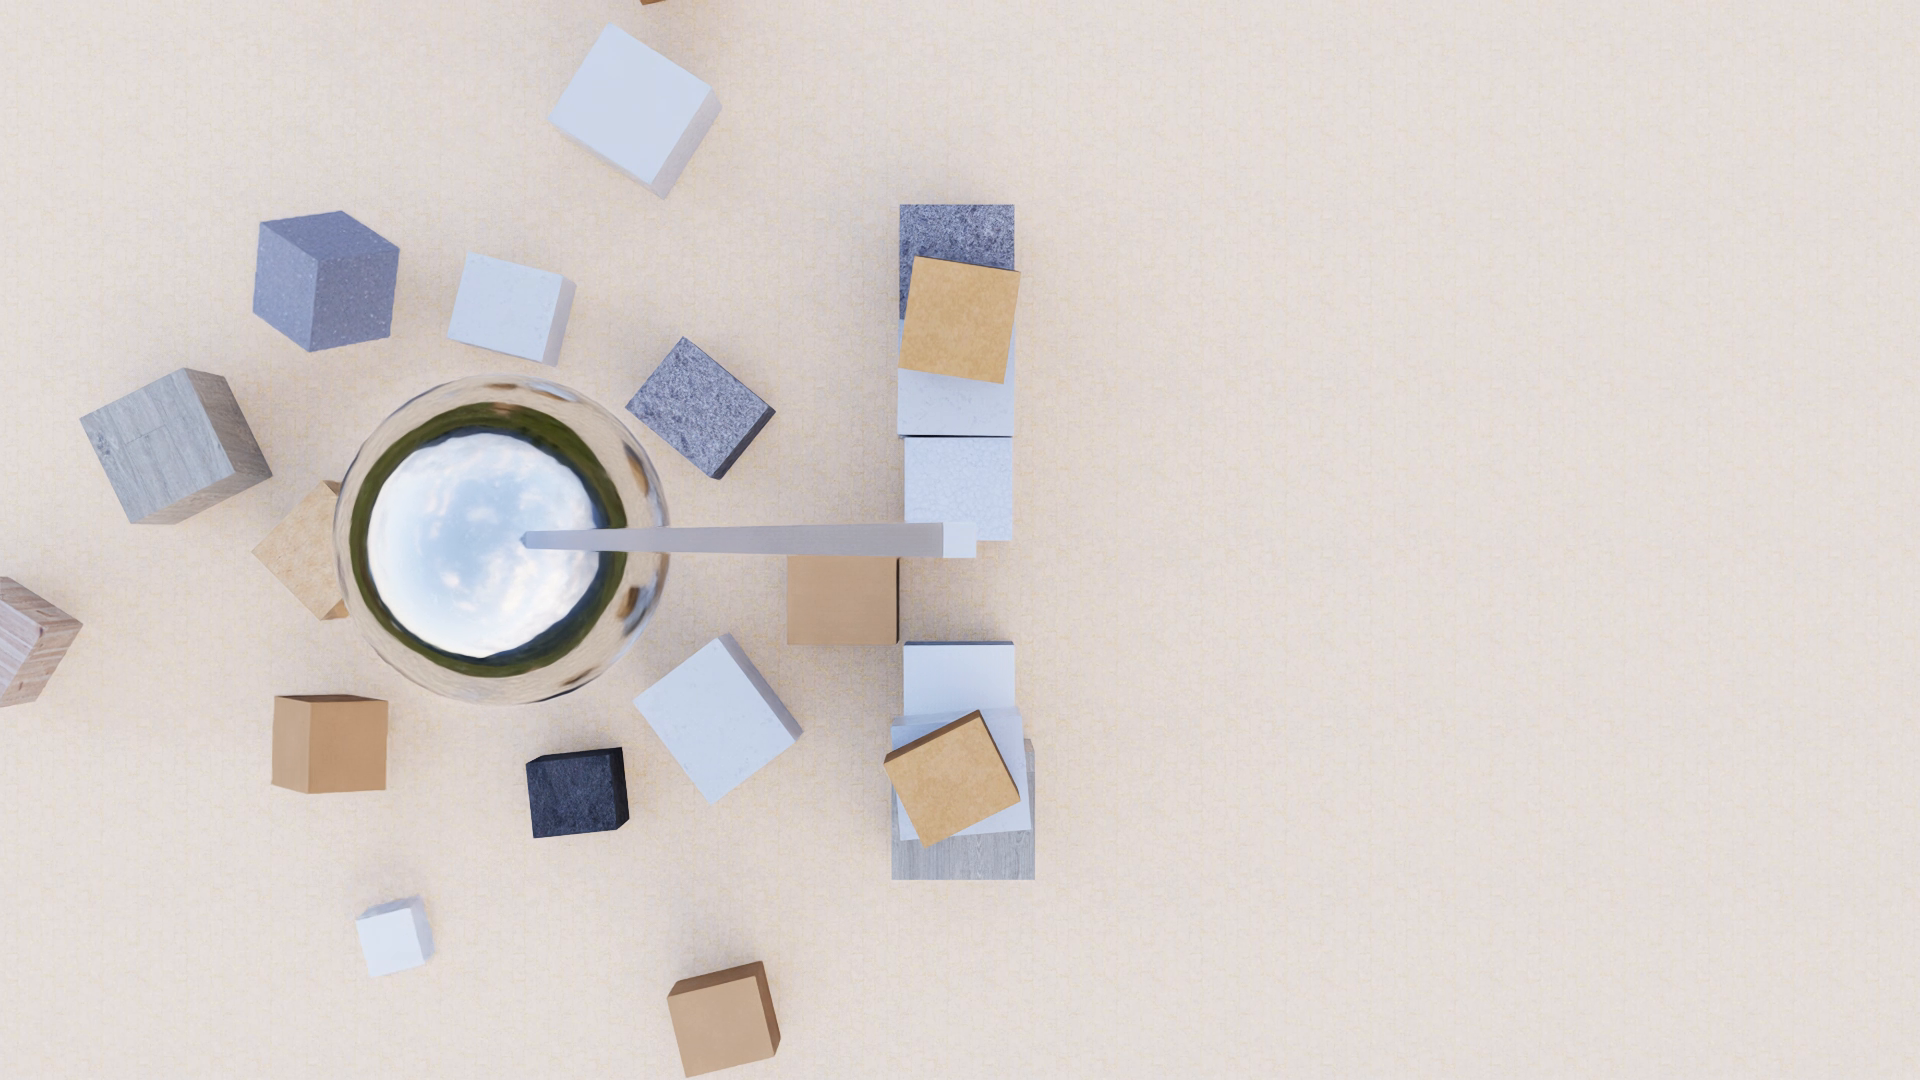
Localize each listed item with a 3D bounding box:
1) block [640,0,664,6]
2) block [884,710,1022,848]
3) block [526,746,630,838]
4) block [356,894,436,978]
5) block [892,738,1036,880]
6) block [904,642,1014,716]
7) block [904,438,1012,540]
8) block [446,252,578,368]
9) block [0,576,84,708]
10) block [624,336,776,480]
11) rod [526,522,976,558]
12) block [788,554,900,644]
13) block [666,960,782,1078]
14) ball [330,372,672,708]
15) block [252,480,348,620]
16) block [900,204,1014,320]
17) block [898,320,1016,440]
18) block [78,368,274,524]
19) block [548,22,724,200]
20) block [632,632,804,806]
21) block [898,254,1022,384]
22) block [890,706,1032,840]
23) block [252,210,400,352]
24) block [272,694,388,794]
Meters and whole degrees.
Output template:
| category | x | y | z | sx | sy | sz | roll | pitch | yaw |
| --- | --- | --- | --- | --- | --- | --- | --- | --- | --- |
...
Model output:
| category | x | y | z | sx | sy | sz | roll | pitch | yaw |
| --- | --- | --- | --- | --- | --- | --- | --- | --- | --- |
| block | -1.642 | -3.483 | 12.733 | 0.594 | 0.534 | 0.534 | -12 | 90 | 0 |
| block | -0.040 | 1.213 | 11.244 | 0.538 | 0.526 | 0.469 | -26 | 90 | 0 |
| block | -2.213 | 1.461 | 12.757 | 0.479 | 0.487 | 0.430 | -6 | 90 | 0 |
| block | -3.287 | 2.306 | 12.819 | 0.320 | 0.328 | 0.342 | -14 | 95 | -1 |
| block | 0.018 | 1.529 | 12.589 | 0.795 | 0.821 | 0.707 | 0 | 90 | 0 |
| block | -0.004 | 0.882 | 12.735 | 0.628 | 0.531 | 0.568 | 0 | 90 | 0 |
| block | -0.007 | -0.287 | 12.702 | 0.608 | 0.596 | 0.580 | 0 | 90 | 0 |
| block | -2.596 | -1.332 | 12.773 | 0.560 | 0.454 | 0.507 | 14 | 90 | 0 |
| block | -5.547 | 0.585 | 12.722 | 0.532 | 0.557 | 0.541 | 32 | 90 | 0 |
| block | -1.494 | -0.756 | 12.740 | 0.630 | 0.521 | 0.527 | 39 | 90 | 0 |
| rod | -0.947 | 0.000 | 7.382 | 0.080 | 5.200 | 0.080 | 0 | 90 | -21 |
| block | -0.667 | 0.303 | 12.703 | 0.616 | 0.595 | 0.575 | 0 | 90 | 0 |
| block | -1.365 | 2.776 | 12.766 | 0.521 | 0.469 | 0.474 | -14 | 90 | 0 |
| ball | -2.186 | 0.000 | 10.548 | 1.600 | 1.600 | 1.600 | 0 | 90 | 0 |
| block | -3.614 | 0.060 | 12.718 | 0.554 | 0.563 | 0.572 | 45 | 90 | 0 |
| block | -0.017 | -1.562 | 12.664 | 0.646 | 0.672 | 0.639 | 0 | 90 | 0 |
| block | -0.021 | -0.914 | 12.687 | 0.655 | 0.625 | 0.647 | 1 | 90 | 0 |
| block | -4.496 | -0.529 | 12.655 | 0.652 | 0.690 | 0.658 | -26 | 90 | 0 |
| block | -1.866 | -2.467 | 12.708 | 0.691 | 0.584 | 0.653 | 32 | 90 | 0 |
| block | -1.381 | 1.017 | 12.668 | 0.595 | 0.665 | 0.735 | -37 | 90 | 0 |
| block | -0.004 | -1.217 | 12.082 | 0.580 | 0.493 | 0.606 | 9 | 98 | -1 |
| block | 0.005 | 1.246 | 11.843 | 0.687 | 0.672 | 0.597 | -5 | 90 | 0 |
| block | -3.615 | -1.479 | 12.533 | 0.553 | 0.546 | 0.558 | 32 | 122 | 30 |
| block | -3.627 | 1.167 | 12.658 | 0.469 | 0.500 | 0.513 | 2 | 90 | -40 |
